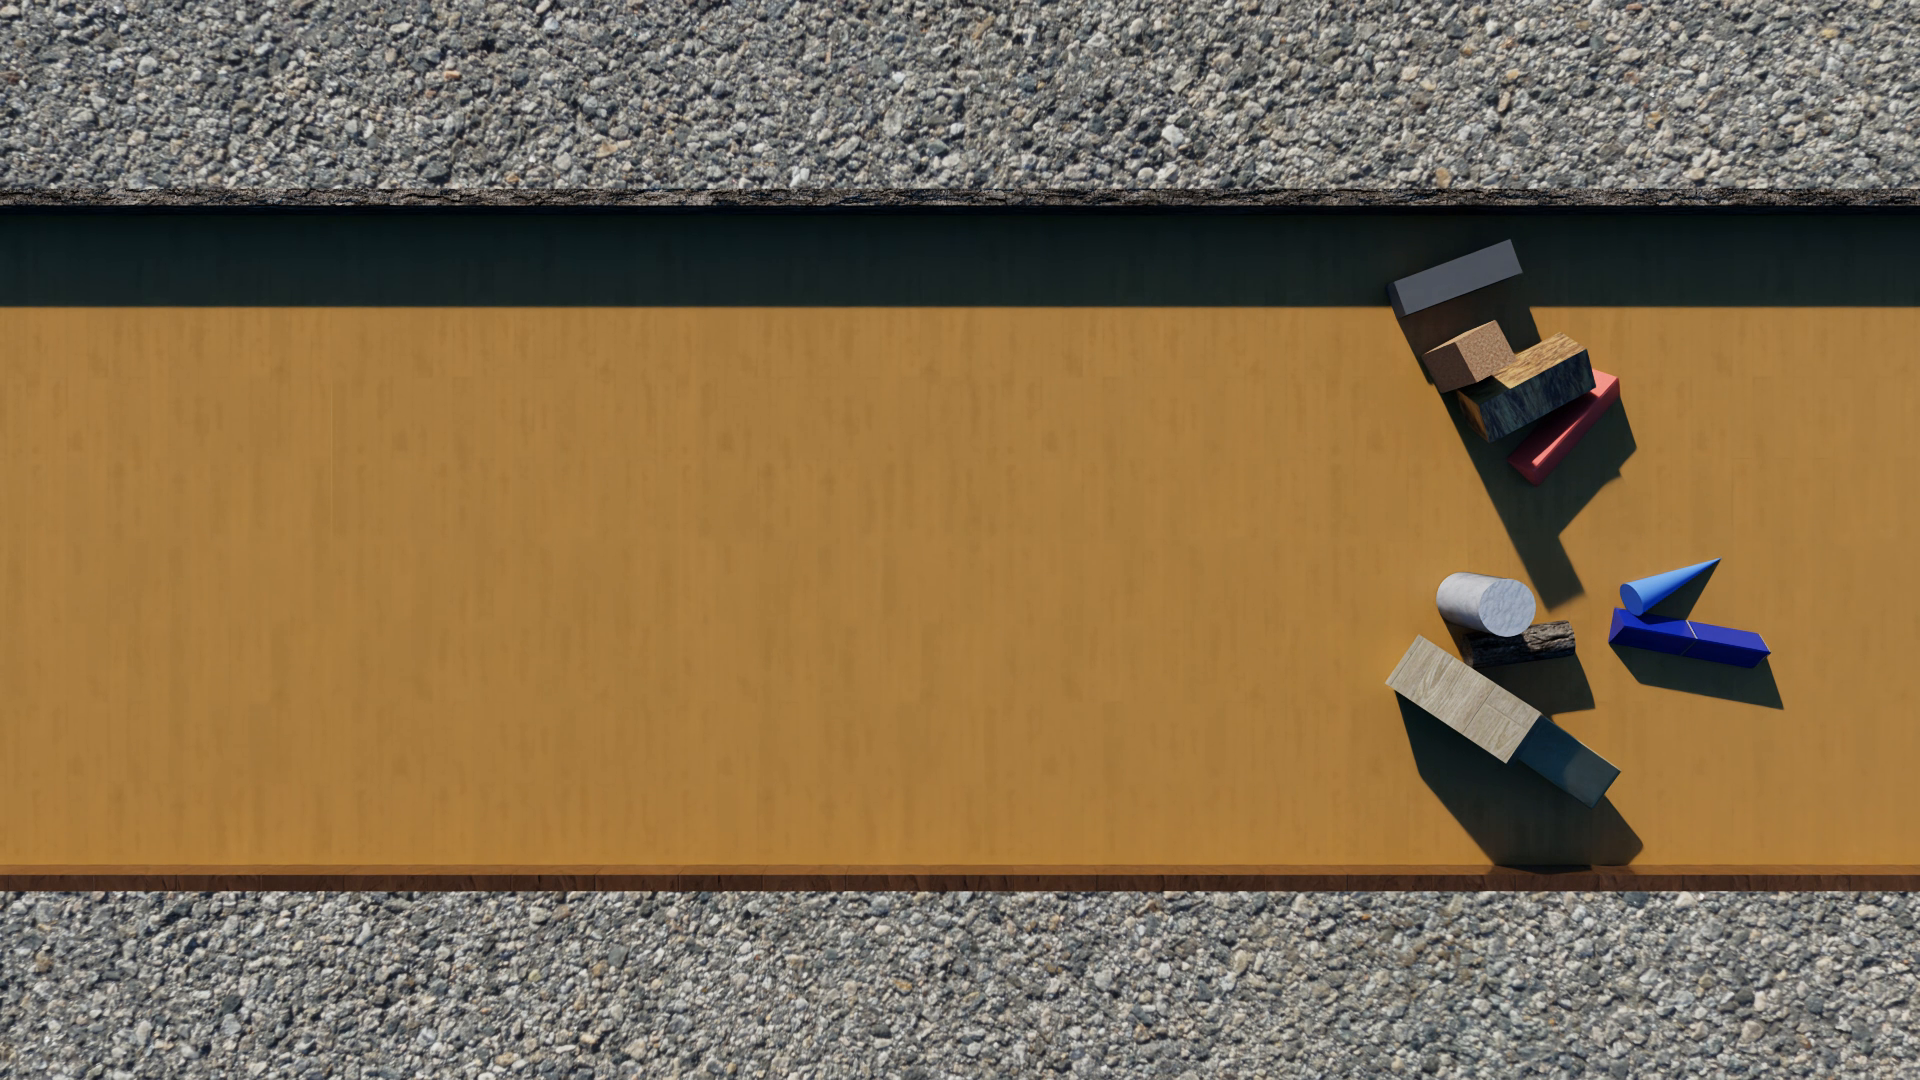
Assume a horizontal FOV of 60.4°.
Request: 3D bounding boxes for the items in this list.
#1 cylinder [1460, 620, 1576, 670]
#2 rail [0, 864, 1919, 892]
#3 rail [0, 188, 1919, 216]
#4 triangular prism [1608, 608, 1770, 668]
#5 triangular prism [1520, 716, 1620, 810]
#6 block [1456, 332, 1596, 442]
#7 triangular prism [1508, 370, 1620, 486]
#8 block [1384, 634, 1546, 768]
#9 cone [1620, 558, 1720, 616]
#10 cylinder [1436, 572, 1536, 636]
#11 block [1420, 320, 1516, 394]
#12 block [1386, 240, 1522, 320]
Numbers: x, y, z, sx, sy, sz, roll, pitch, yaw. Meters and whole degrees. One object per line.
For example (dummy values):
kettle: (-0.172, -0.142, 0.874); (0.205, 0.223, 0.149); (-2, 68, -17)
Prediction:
cylinder: (1.698, 0.319, 5.021); (0.312, 0.111, 0.111); (-8, 90, 0)
rail: (-2.247, 1.025, 5.001); (12.000, 0.150, 0.050); (0, 90, 0)
rail: (-2.247, -1.025, 5.002); (12.000, 0.150, 0.050); (0, 90, 0)
triangular prism: (2.226, 0.301, 5.027); (0.451, 0.093, 0.108); (10, 90, 0)
triangular prism: (1.784, 0.615, 4.981); (0.413, 0.147, 0.127); (35, 125, 0)
block: (1.707, -0.460, 4.979); (0.362, 0.142, 0.142); (-28, 121, 0)
triangular prism: (1.855, -0.346, 5.020); (0.123, 0.106, 0.381); (42, 90, 0)
block: (1.502, 0.479, 4.901); (0.412, 0.176, 0.176); (36, 94, 26)
cone: (2.196, 0.118, 5.050); (0.333, 0.106, 0.106); (-23, 90, -9)
cylinder: (1.554, 0.187, 4.890); (0.166, 0.365, 0.166); (0, 92, -3)
block: (1.506, -0.541, 4.899); (0.133, 0.355, 0.133); (-28, 90, 0)
block: (1.501, -0.792, 5.023); (0.373, 0.107, 0.107); (-20, 90, 0)
